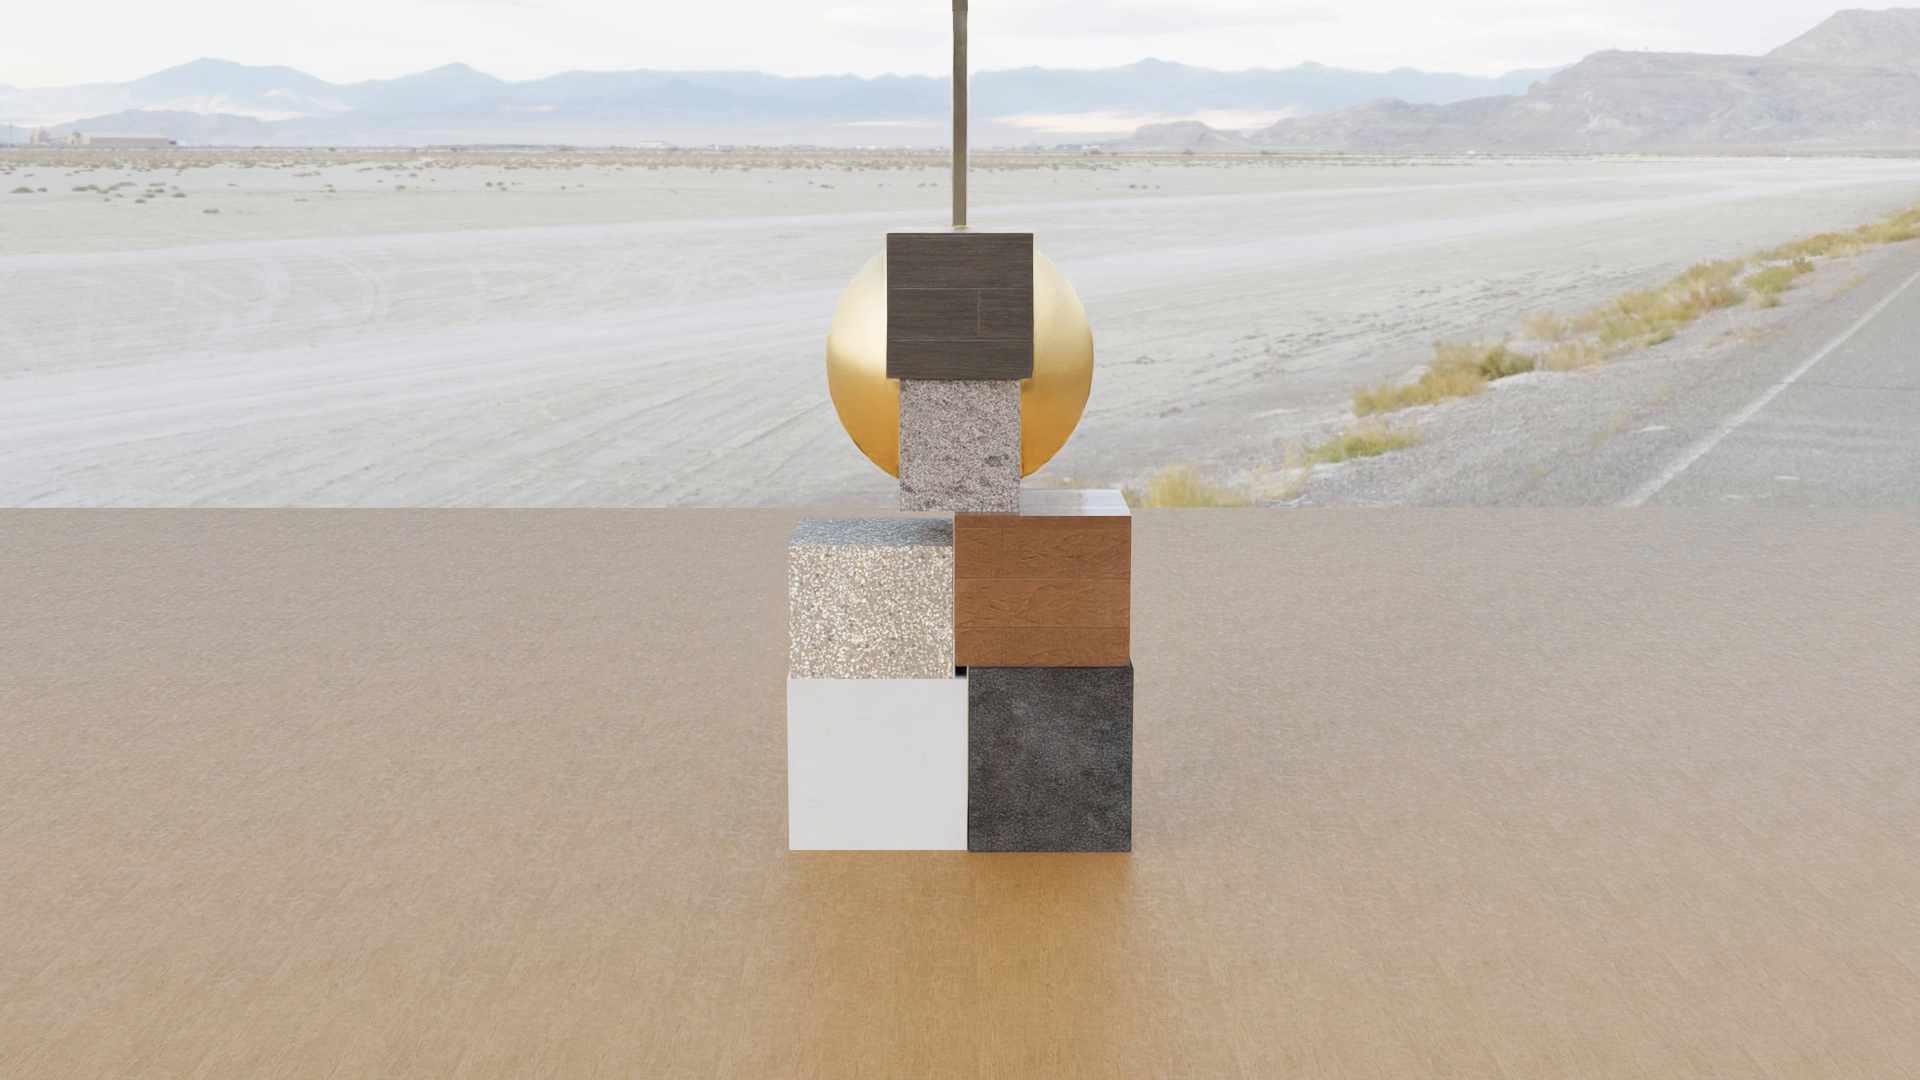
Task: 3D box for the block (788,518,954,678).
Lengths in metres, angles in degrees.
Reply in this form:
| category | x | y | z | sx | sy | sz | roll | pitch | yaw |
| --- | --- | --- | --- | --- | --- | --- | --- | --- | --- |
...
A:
| category | x | y | z | sx | sy | sz | roll | pitch | yaw |
| --- | --- | --- | --- | --- | --- | --- | --- | --- | --- |
| block | -0.438 | 0.287 | 11.213 | 0.801 | 0.668 | 0.802 | 0 | 10 | 0 |

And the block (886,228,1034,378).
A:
| category | x | y | z | sx | sy | sz | roll | pitch | yaw |
| --- | --- | --- | --- | --- | --- | --- | --- | --- | --- |
| block | 0.000 | -1.190 | 10.951 | 0.709 | 0.701 | 0.672 | 0 | 10 | 0 |

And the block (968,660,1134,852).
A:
| category | x | y | z | sx | sy | sz | roll | pitch | yaw |
| --- | --- | --- | --- | --- | --- | --- | --- | --- | --- |
| block | 0.450 | 1.012 | 11.370 | 0.809 | 0.940 | 0.956 | 0 | 10 | 0 |

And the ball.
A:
| category | x | y | z | sx | sy | sz | roll | pitch | yaw |
| --- | --- | --- | --- | --- | --- | --- | --- | --- | --- |
| ball | 0.000 | -1.067 | 13.095 | 1.600 | 1.600 | 1.600 | 0 | 10 | 0 |

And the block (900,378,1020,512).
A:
| category | x | y | z | sx | sy | sz | roll | pitch | yaw |
| --- | --- | --- | --- | --- | --- | --- | --- | --- | --- |
| block | 0.000 | -0.520 | 11.083 | 0.591 | 0.664 | 0.578 | 0 | 10 | 0 |

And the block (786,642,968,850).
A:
| category | x | y | z | sx | sy | sz | roll | pitch | yaw |
| --- | --- | --- | --- | --- | --- | --- | --- | --- | --- |
| block | -0.410 | 1.043 | 11.377 | 0.891 | 0.877 | 0.881 | 0 | 10 | 0 |

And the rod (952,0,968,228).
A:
| category | x | y | z | sx | sy | sz | roll | pitch | yaw |
| --- | --- | --- | --- | --- | --- | --- | --- | --- | --- |
| rod | 0.000 | -3.996 | 11.367 | 0.080 | 5.200 | 0.080 | 0 | 31 | 0 |

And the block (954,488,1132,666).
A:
| category | x | y | z | sx | sy | sz | roll | pitch | yaw |
| --- | --- | --- | --- | --- | --- | --- | --- | --- | --- |
| block | 0.406 | 0.178 | 11.217 | 0.866 | 0.757 | 0.832 | 0 | 10 | 0 |
